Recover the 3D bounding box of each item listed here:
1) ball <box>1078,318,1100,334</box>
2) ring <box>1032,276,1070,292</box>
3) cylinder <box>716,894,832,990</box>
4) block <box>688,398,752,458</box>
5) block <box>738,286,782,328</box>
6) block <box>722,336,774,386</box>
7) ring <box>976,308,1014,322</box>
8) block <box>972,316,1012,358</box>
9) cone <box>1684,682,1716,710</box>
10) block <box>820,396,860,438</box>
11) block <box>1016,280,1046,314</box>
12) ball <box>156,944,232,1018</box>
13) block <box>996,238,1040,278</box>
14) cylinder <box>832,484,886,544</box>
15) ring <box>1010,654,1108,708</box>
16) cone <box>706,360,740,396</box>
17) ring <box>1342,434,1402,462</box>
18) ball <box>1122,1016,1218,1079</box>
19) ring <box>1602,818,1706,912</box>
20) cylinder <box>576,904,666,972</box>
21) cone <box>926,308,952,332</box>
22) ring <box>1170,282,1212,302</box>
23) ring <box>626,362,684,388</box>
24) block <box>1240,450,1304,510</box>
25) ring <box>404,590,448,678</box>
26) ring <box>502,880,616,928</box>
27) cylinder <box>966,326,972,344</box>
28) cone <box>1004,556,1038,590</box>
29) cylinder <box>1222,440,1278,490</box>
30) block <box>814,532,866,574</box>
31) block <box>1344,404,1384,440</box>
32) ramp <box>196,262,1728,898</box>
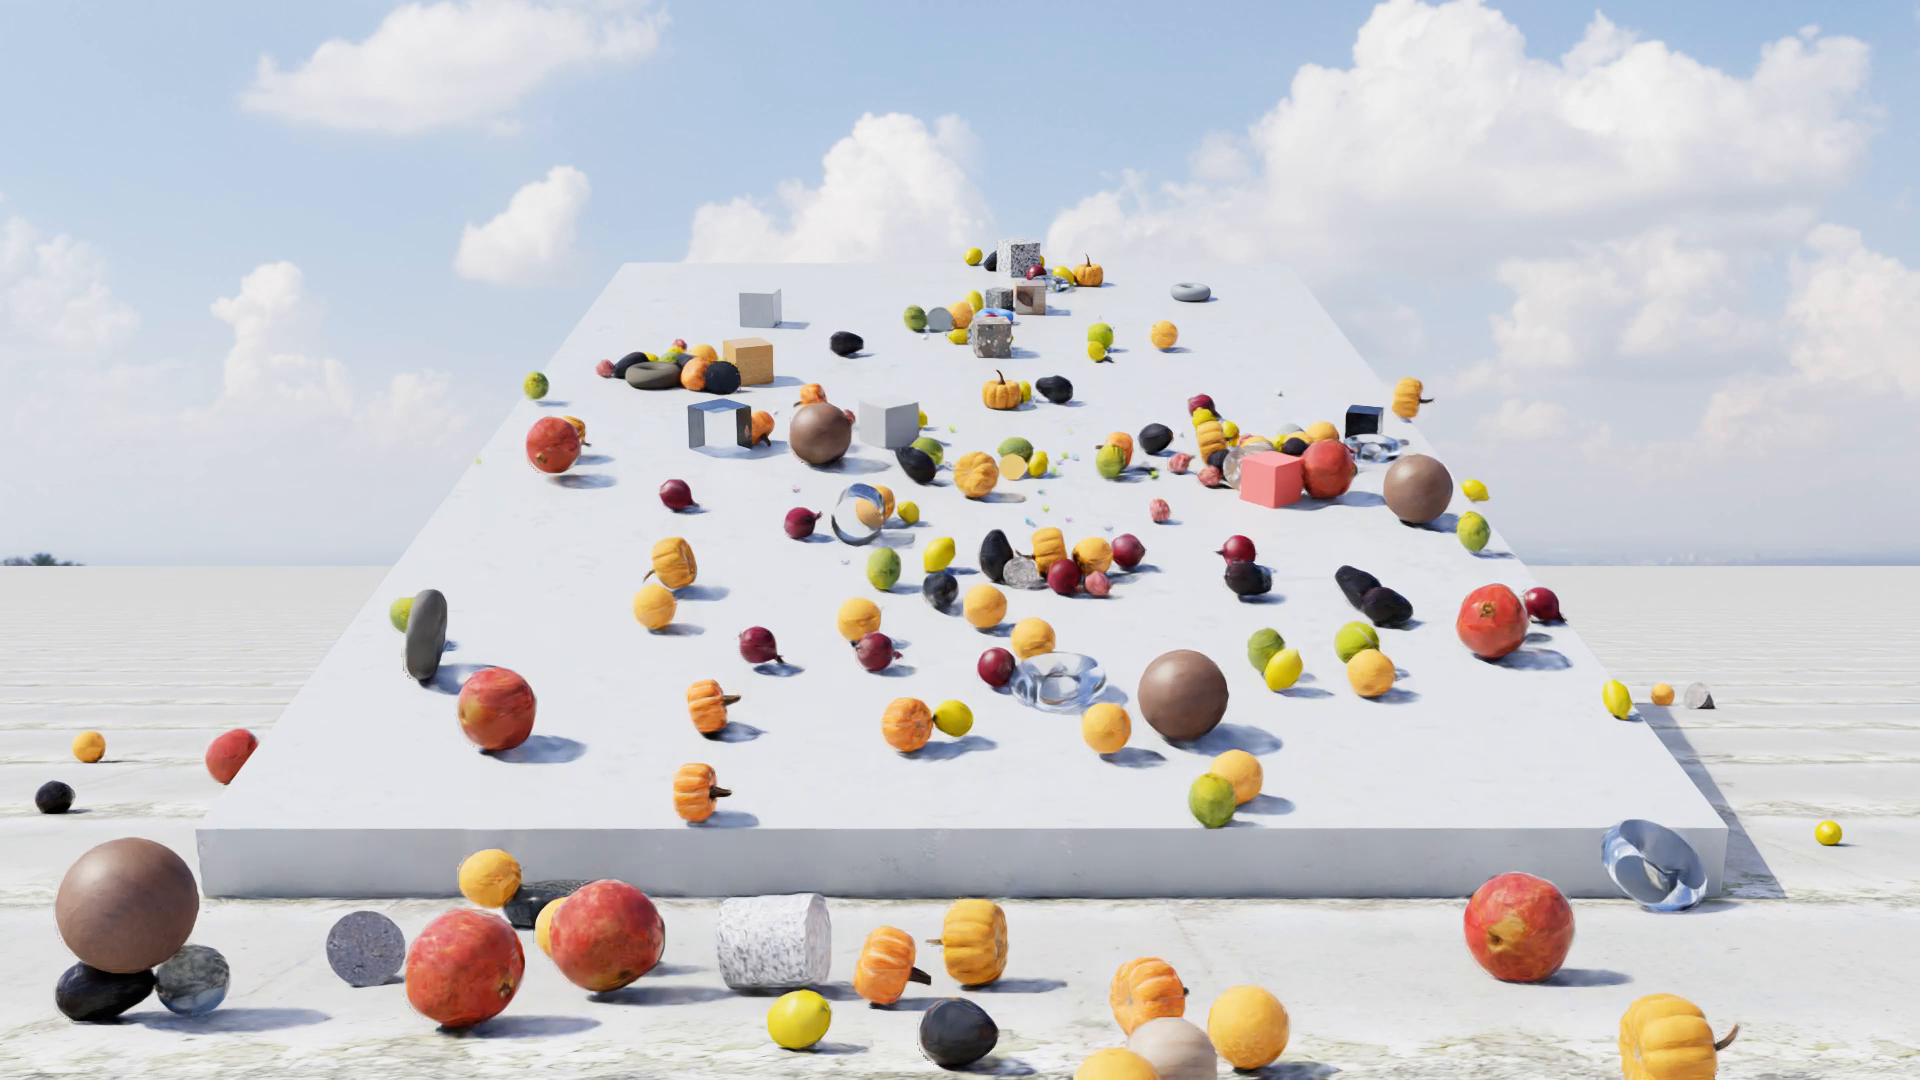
[{"bbox_3d":[0.336,-0.545,5.808,0.061,0.061,0.061,0,-1,0],"label":"ball"},{"bbox_3d":[0.254,-0.726,6.320,0.111,0.037,0.111,1,17,0],"label":"ring"},{"bbox_3d":[-0.191,0.414,2.302,0.094,0.094,0.094,-5,-2,13],"label":"cylinder"},{"bbox_3d":[-0.503,-0.236,4.678,0.095,0.095,0.095,-16,24,-41],"label":"block"},{"bbox_3d":[-0.525,-0.613,5.872,0.092,0.092,0.092,3,18,8],"label":"block"},{"bbox_3d":[-0.500,-0.421,5.265,0.092,0.092,0.092,-8,19,-24],"label":"block"},{"bbox_3d":[0.091,-0.588,5.893,0.102,0.034,0.102,1,17,0],"label":"ring"},{"bbox_3d":[0.079,-0.504,5.542,0.084,0.084,0.084,-2,18,-7],"label":"block"},{"bbox_3d":[2.231,0.484,6.676,0.092,0.092,0.092,30,-15,-26],"label":"cone"},{"bbox_3d":[-0.253,-0.259,4.692,0.054,0.054,0.054,33,8,-36],"label":"block"},{"bbox_3d":[0.190,-0.655,6.028,0.079,0.079,0.079,0,18,-1],"label":"block"},{"bbox_3d":[-0.748,0.430,2.177,0.070,0.070,0.070,0,-1,0],"label":"ball"},{"bbox_3d":[0.171,-0.829,6.546,0.096,0.096,0.096,-8,19,-23],"label":"block"},{"bbox_3d":[-0.185,-0.046,4.087,0.093,0.093,0.093,0,18,2],"label":"cylinder"},{"bbox_3d":[0.148,0.211,3.349,0.147,0.049,0.147,-3,19,1],"label":"ring"},{"bbox_3d":[-0.559,-0.366,5.184,0.083,0.083,0.083,0,-10,-17],"label":"cone"},{"bbox_3d":[0.854,-0.190,4.630,0.123,0.041,0.123,0,16,0],"label":"ring"},{"bbox_3d":[0.169,0.423,1.793,0.078,0.078,0.078,0,-1,0],"label":"ball"},{"bbox_3d":[0.888,0.416,2.858,0.143,0.048,0.143,16,36,-12],"label":"ring"},{"bbox_3d":[-0.368,0.432,2.424,0.069,0.069,0.069,0,-1,31],"label":"cylinder"},{"bbox_3d":[-0.054,-0.567,5.831,0.067,0.067,0.067,0,-9,-1],"label":"cone"},{"bbox_3d":[0.642,-0.689,6.206,0.114,0.038,0.114,1,19,0],"label":"ring"},{"bbox_3d":[-0.717,-0.386,5.236,0.135,0.045,0.135,1,17,0],"label":"ring"},{"bbox_3d":[0.605,-0.117,4.327,0.085,0.085,0.085,-15,23,-40],"label":"block"},{"bbox_3d":[-0.816,0.144,3.409,0.046,0.139,0.139,7,-1,-5],"label":"ring"},{"bbox_3d":[-0.492,0.447,2.741,0.139,0.046,0.139,-1,-2,0],"label":"ring"},{"bbox_3d":[0.058,-0.520,5.630,0.062,0.062,0.062,0,16,24],"label":"cylinder"},{"bbox_3d":[0.109,0.062,3.857,0.059,0.059,0.059,0,-9,11],"label":"cone"},{"bbox_3d":[0.579,-0.147,4.421,0.084,0.084,0.084,0,13,40],"label":"cylinder"},{"bbox_3d":[-0.211,0.035,3.953,0.090,0.090,0.090,-2,-2,-1],"label":"block"},{"bbox_3d":[0.861,-0.244,4.752,0.069,0.069,0.069,6,19,19],"label":"block"},{"bbox_3d":[-0.003,-0.182,4.831,2.000,0.100,4.000,0,18,0],"label":"ramp"}]
